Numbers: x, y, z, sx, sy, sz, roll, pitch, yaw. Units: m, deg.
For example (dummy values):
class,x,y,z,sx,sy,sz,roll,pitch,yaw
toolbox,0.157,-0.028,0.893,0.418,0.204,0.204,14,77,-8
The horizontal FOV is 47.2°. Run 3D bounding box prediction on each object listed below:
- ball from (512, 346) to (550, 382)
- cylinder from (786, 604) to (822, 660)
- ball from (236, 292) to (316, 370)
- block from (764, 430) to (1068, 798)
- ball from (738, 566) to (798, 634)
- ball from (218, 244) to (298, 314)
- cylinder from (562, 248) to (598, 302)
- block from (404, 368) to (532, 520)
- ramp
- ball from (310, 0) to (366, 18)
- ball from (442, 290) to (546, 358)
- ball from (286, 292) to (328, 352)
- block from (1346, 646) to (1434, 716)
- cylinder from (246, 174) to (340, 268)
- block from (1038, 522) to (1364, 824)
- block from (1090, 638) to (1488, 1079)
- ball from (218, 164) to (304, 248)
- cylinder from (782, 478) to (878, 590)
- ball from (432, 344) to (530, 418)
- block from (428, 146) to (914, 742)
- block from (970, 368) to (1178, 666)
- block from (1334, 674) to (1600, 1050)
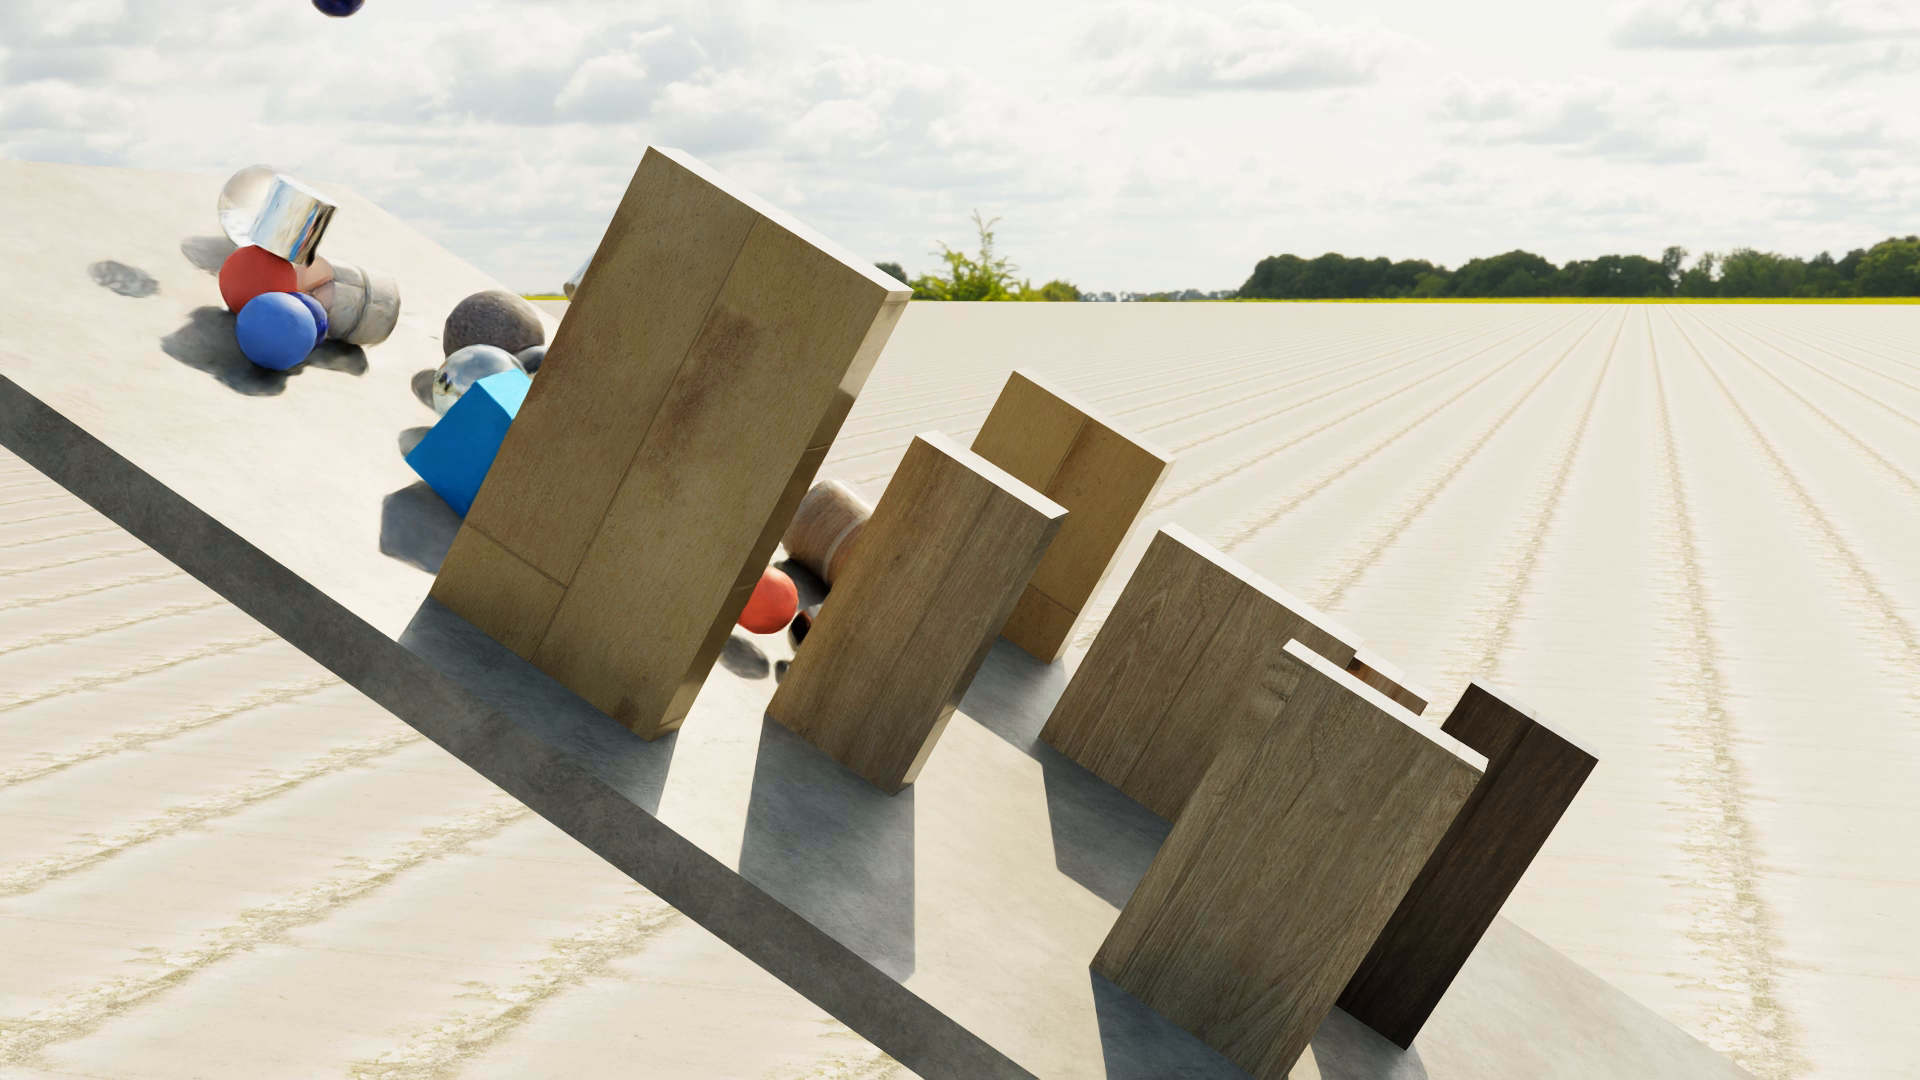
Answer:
class,x,y,z,sx,sy,sz,roll,pitch,yaw
ball,-0.827,-0.283,4.350,0.200,0.200,0.200,0,7,0
cylinder,-0.240,0.199,3.972,0.125,0.125,0.125,-2,24,-15
ball,-1.245,-0.381,4.004,0.141,0.141,0.141,0,7,0
block,-0.075,0.122,3.694,0.265,0.550,0.116,32,15,11
ball,-0.356,0.110,3.987,0.124,0.124,0.124,0,7,0
ball,-1.335,-0.490,4.185,0.144,0.144,0.144,0,7,0
cylinder,-0.679,-0.513,4.388,0.160,0.160,0.160,35,-18,13
block,-0.807,-0.154,3.864,0.195,0.195,0.195,-44,1,15
ramp,-0.191,0.314,4.131,4.000,0.100,2.000,32,15,11
ball,-1.298,-1.151,4.583,0.125,0.125,0.125,0,7,0
ball,-0.957,-0.409,4.517,0.207,0.207,0.207,0,7,0
ball,-1.248,-0.407,4.133,0.118,0.118,0.118,0,7,0
block,0.680,0.384,4.506,0.407,0.418,0.136,32,15,11
cylinder,-1.262,-0.605,4.164,0.129,0.129,0.129,28,7,-4
block,0.467,0.291,4.289,0.439,0.484,0.127,32,15,11
block,0.502,0.502,3.397,0.346,0.601,0.094,32,15,11
ball,-1.441,-0.685,4.566,0.191,0.191,0.191,0,7,0
cylinder,-0.226,0.008,4.504,0.197,0.197,0.197,38,28,31
ball,-0.907,-0.278,4.175,0.185,0.185,0.185,0,7,0
block,-0.454,-0.144,3.384,0.435,0.796,0.116,32,15,11
block,0.172,-0.053,4.829,0.390,0.518,0.114,32,15,11
block,0.830,0.558,3.801,0.243,0.615,0.081,32,15,11
